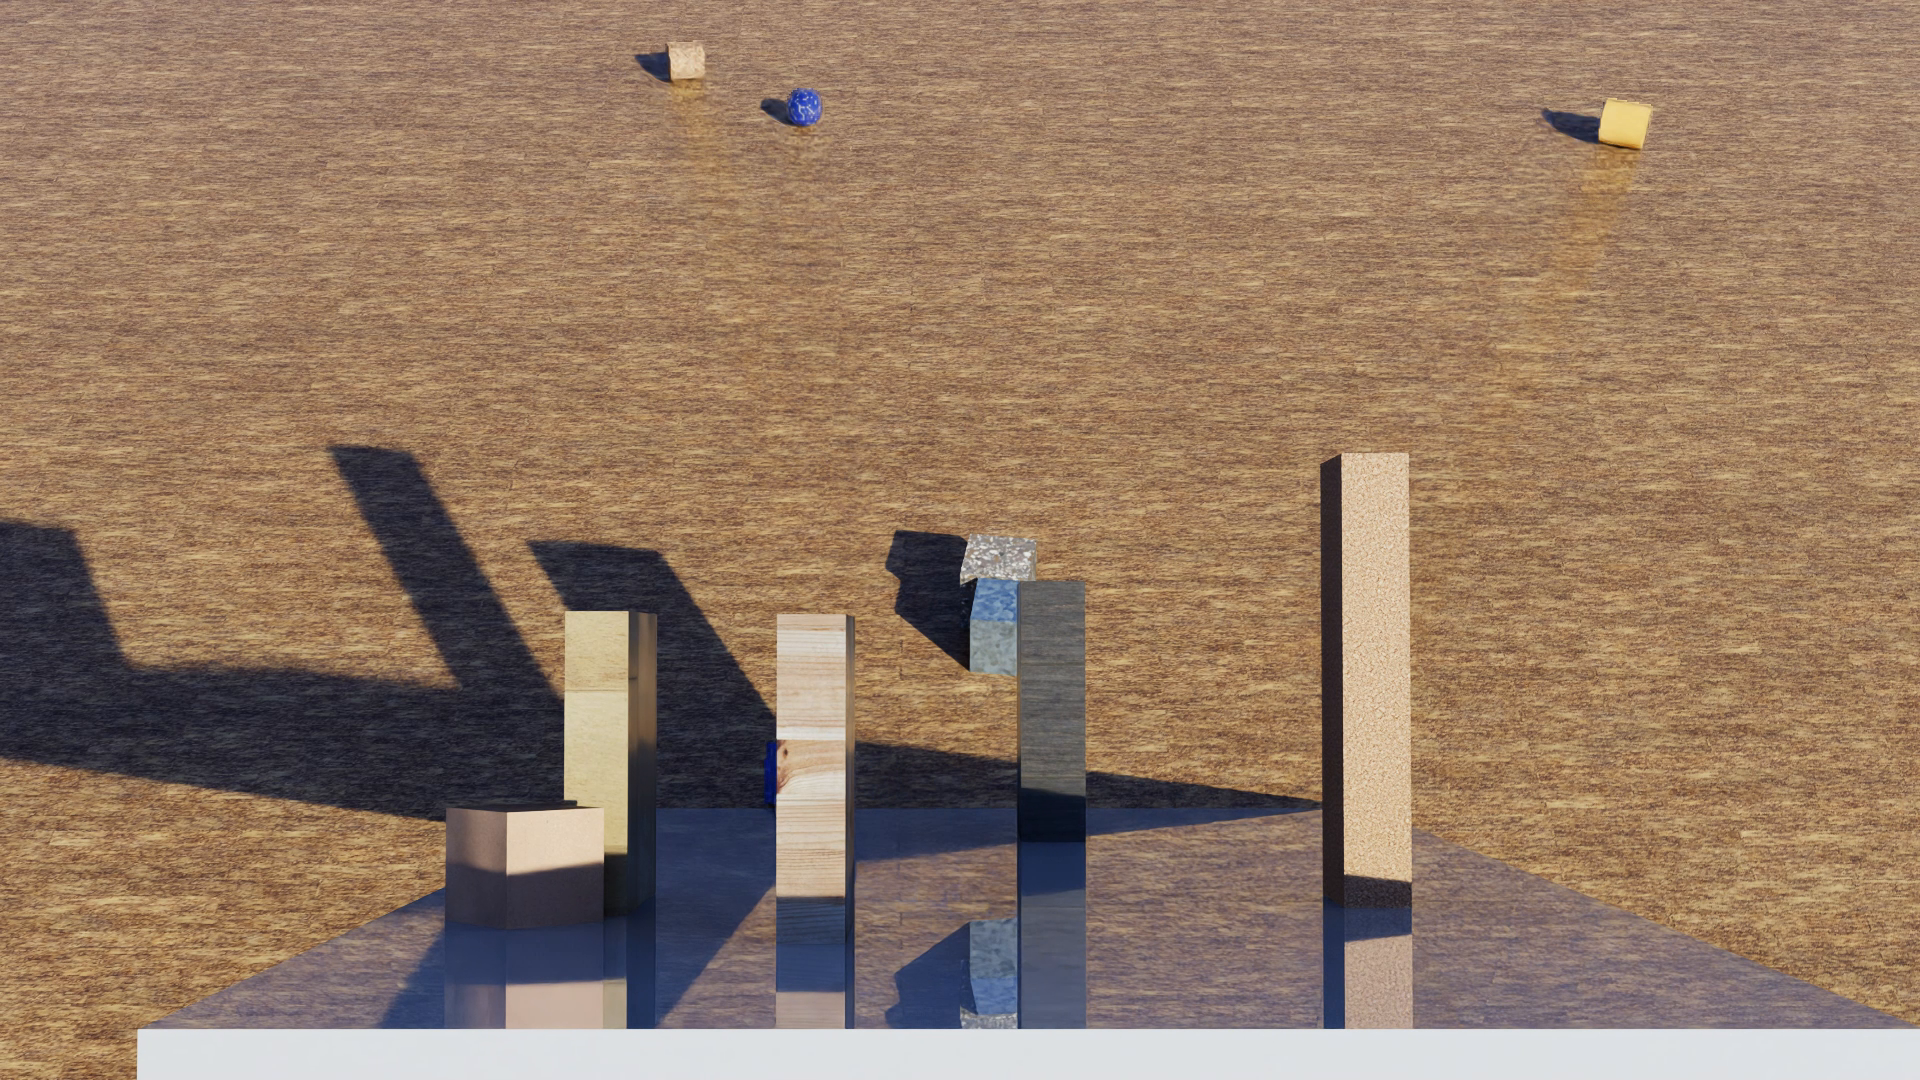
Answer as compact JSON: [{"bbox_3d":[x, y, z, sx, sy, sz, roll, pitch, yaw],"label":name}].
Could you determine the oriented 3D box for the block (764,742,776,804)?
[{"bbox_3d":[-0.432,0.629,6.958,0.159,0.159,0.159,1,-7,4],"label":"block"}]

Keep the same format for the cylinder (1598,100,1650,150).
[{"bbox_3d":[2.559,-1.600,10.020,0.161,0.161,0.161,14,39,17],"label":"cylinder"}]

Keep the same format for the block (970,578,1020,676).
[{"bbox_3d":[0.137,0.252,7.494,0.195,0.195,0.195,4,37,6],"label":"block"}]

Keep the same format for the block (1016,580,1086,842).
[{"bbox_3d":[0.205,0.385,5.918,0.142,0.574,0.389,0,-2,0],"label":"block"}]

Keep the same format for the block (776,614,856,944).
[{"bbox_3d":[-0.215,0.352,3.926,0.099,0.475,0.339,0,-2,0],"label":"block"}]

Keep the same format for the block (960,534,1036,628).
[{"bbox_3d":[0.113,0.128,7.659,0.198,0.198,0.198,5,37,7],"label":"block"}]

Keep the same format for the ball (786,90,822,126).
[{"bbox_3d":[-0.606,-1.684,10.154,0.140,0.140,0.140,0,37,0],"label":"ball"}]

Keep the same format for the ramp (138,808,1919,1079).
[{"bbox_3d":[0.080,0.680,4.904,2.000,0.100,4.000,0,-2,0],"label":"ramp"}]

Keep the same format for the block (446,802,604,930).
[{"bbox_3d":[-0.681,0.507,4.065,0.176,0.176,0.176,2,-3,-42],"label":"block"}]

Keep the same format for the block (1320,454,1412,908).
[{"bbox_3d":[0.685,0.235,4.404,0.111,0.747,0.254,0,-2,0],"label":"block"}]

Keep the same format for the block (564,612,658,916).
[{"bbox_3d":[-0.581,0.364,4.346,0.101,0.485,0.395,0,-2,0],"label":"block"}]
